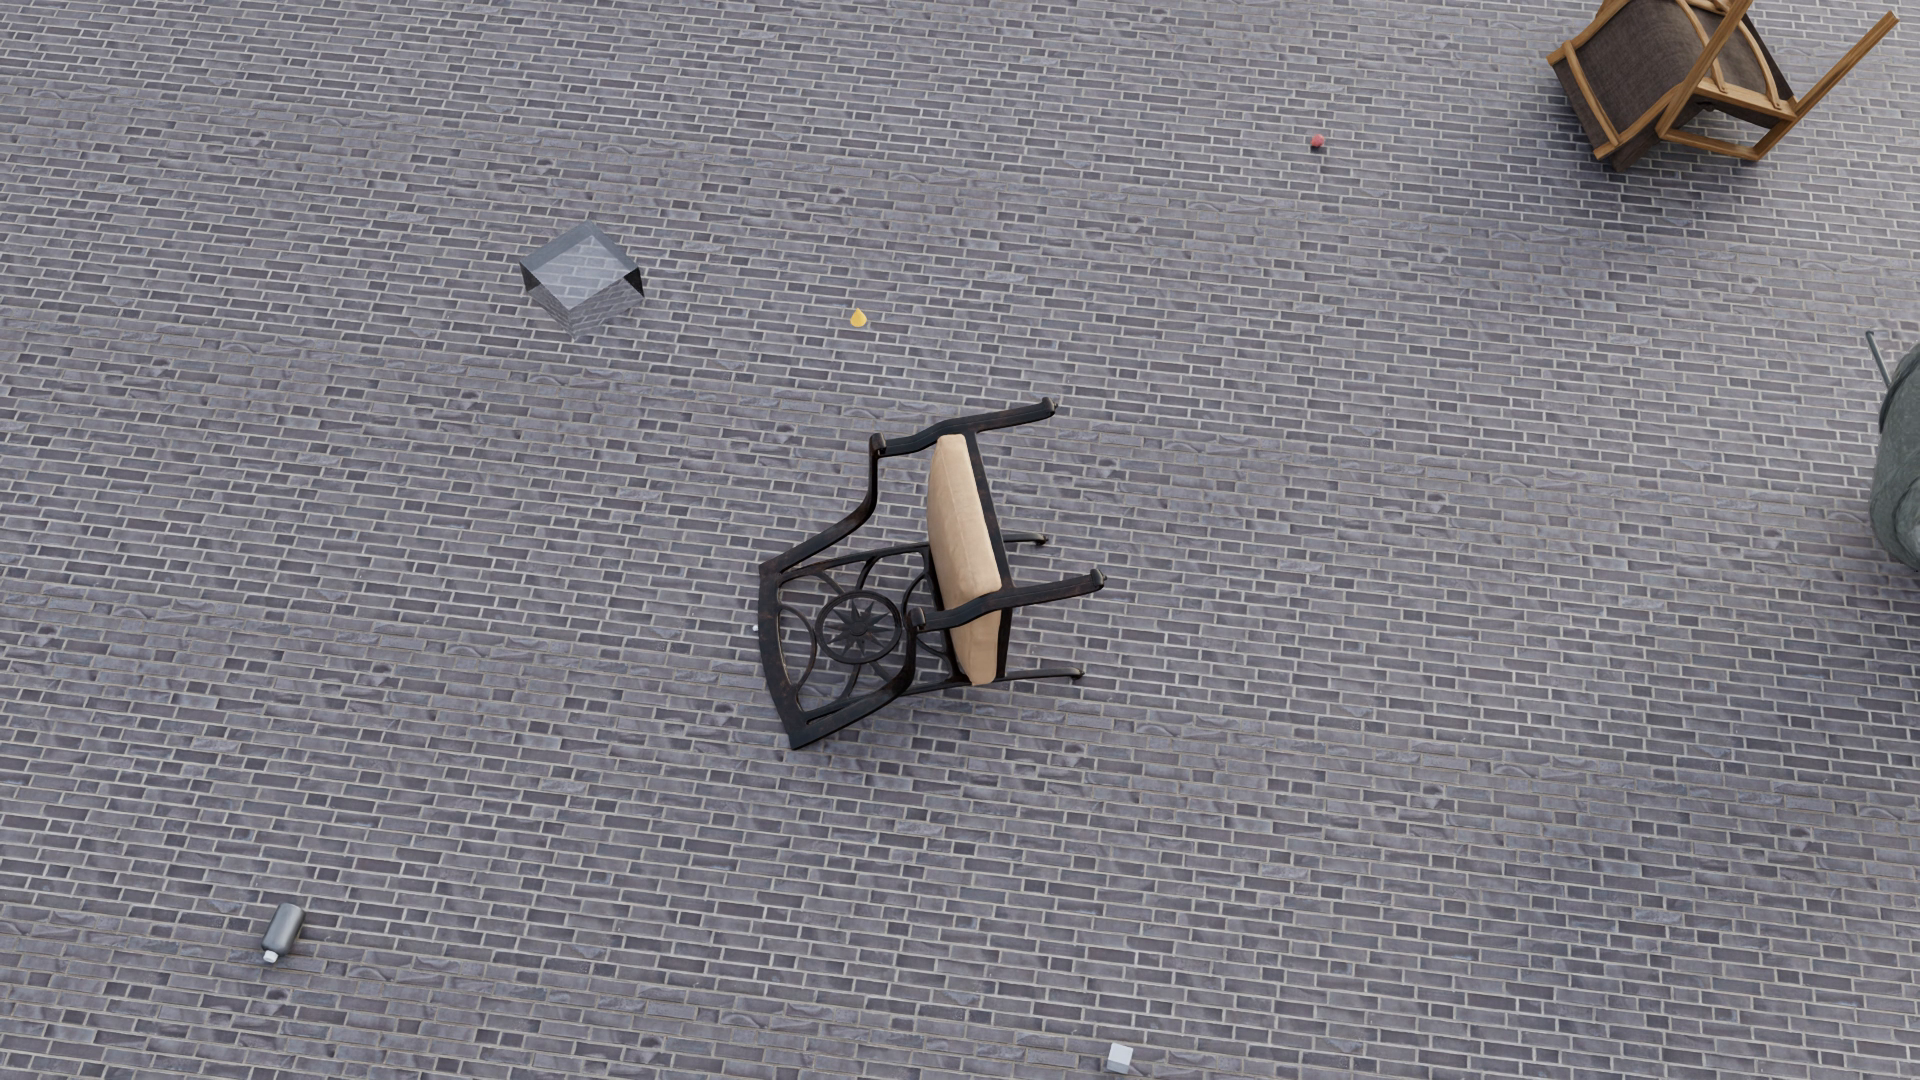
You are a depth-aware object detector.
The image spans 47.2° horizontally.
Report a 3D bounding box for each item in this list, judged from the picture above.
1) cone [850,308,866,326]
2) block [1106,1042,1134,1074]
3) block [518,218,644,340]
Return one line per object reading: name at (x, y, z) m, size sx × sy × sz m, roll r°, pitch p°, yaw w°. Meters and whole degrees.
cone at (-0.326, -0.722, 7.021) m, size 0.051 × 0.062 × 0.057 m, roll 18°, pitch 58°, yaw 12°
block at (0.410, 1.330, 5.641) m, size 0.054 × 0.066 × 0.047 m, roll 14°, pitch 57°, yaw 9°
block at (-1.209, -0.834, 7.040) m, size 0.272 × 0.154 × 0.271 m, roll -36°, pitch 63°, yaw -22°
